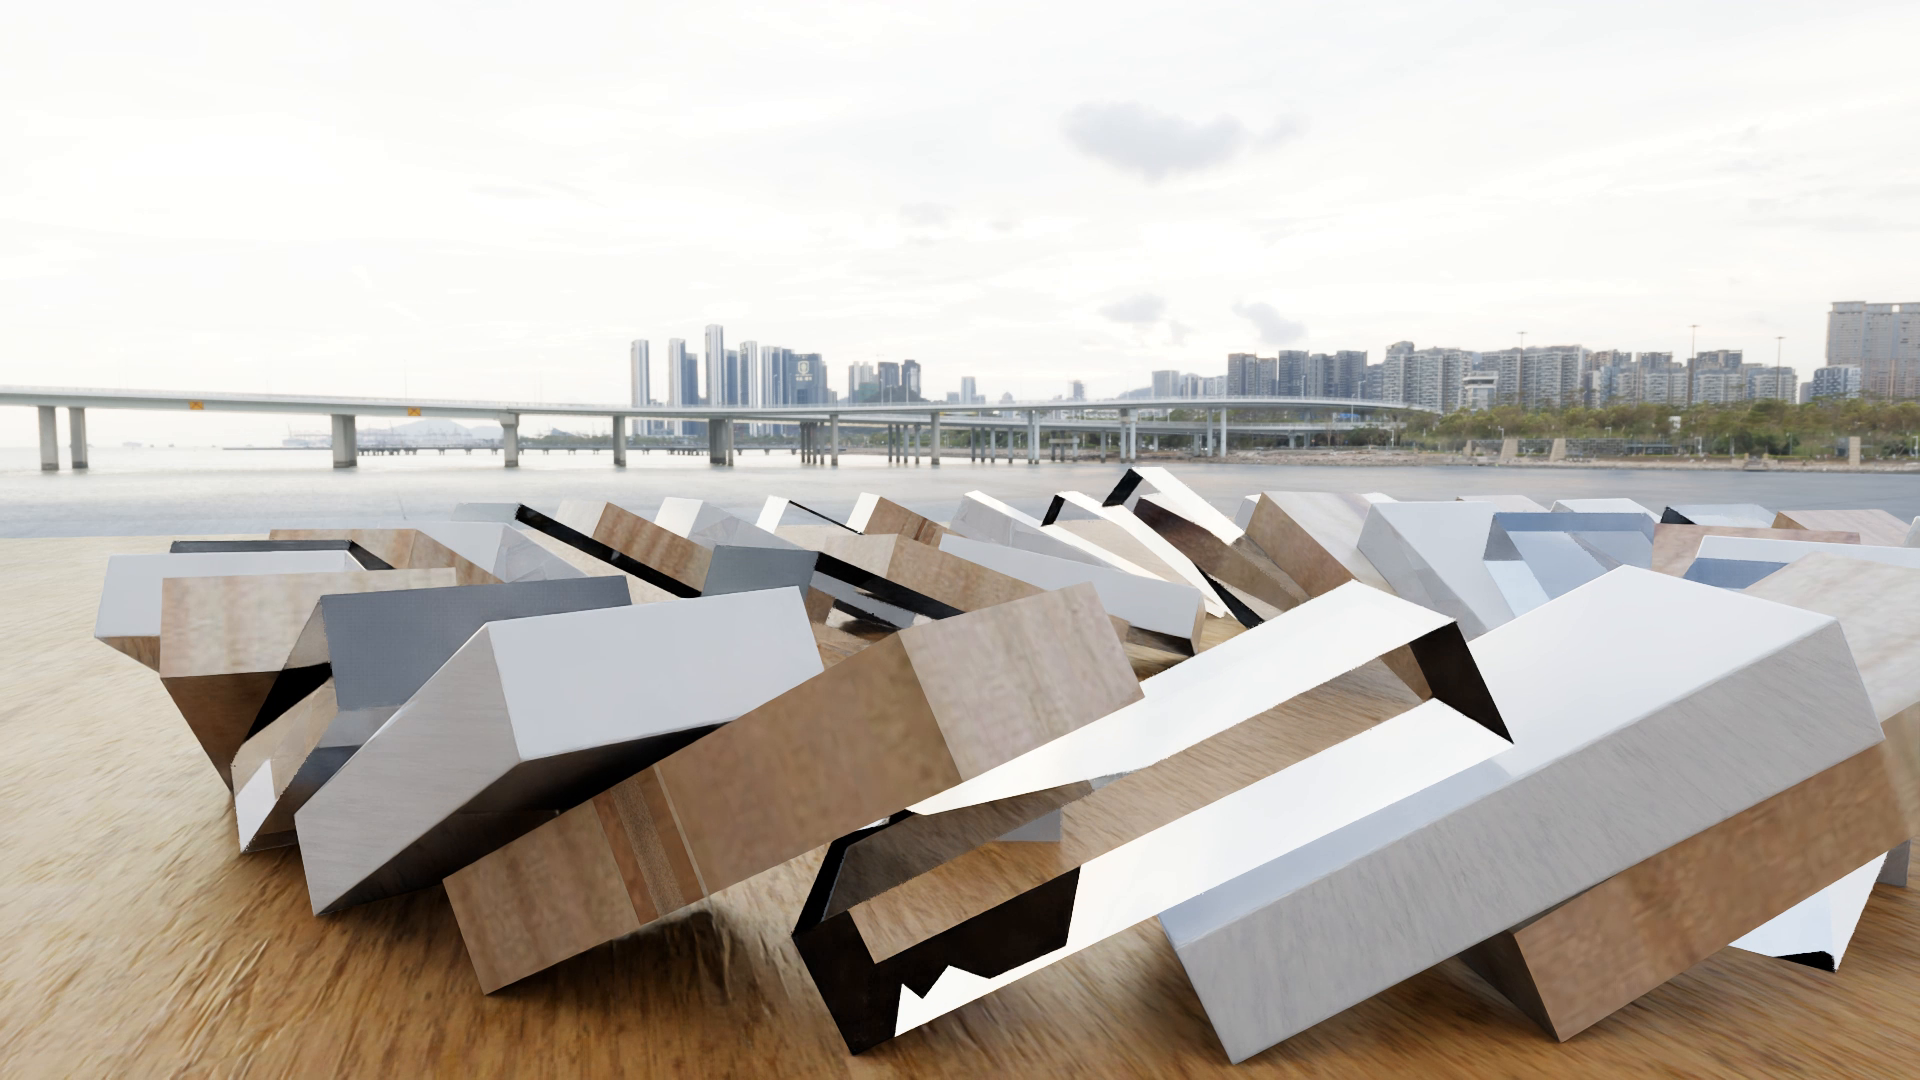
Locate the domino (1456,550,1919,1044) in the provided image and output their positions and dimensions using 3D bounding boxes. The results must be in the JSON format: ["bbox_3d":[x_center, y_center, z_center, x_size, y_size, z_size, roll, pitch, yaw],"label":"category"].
[{"bbox_3d":[0.061,0.018,0.105,0.050,0.009,0.025,-28,11,-5],"label":"domino"}]

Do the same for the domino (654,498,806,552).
[{"bbox_3d":[-0.044,0.005,0.296,0.050,0.009,0.025,27,-11,-30],"label":"domino"}]

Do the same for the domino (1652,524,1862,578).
[{"bbox_3d":[0.104,0.015,0.167,0.025,0.010,0.050,4,31,29],"label":"domino"}]

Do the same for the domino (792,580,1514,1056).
[{"bbox_3d":[0.013,0.020,0.100,0.050,0.010,0.025,-26,3,4],"label":"domino"}]

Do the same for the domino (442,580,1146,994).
[{"bbox_3d":[-0.014,0.019,0.097,0.050,0.010,0.025,-30,-11,31],"label":"domino"}]

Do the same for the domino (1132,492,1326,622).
[{"bbox_3d":[0.071,0.003,0.324,0.050,0.010,0.025,28,13,17],"label":"domino"}]

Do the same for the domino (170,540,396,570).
[{"bbox_3d":[-0.088,0.013,0.188,0.025,0.009,0.050,0,-21,7],"label":"domino"}]

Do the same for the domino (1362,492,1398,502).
[{"bbox_3d":[0.116,0.005,0.306,0.050,0.010,0.025,33,23,31],"label":"domino"}]

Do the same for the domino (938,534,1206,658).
[{"bbox_3d":[0.022,0.011,0.250,0.050,0.010,0.025,12,-10,15],"label":"domino"}]

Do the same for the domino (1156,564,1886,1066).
[{"bbox_3d":[0.038,0.019,0.100,0.050,0.010,0.025,-27,8,0],"label":"domino"}]

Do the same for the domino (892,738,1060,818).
[{"bbox_3d":[-0.001,0.025,0.171,0.025,0.009,0.050,0,4,1],"label":"domino"}]

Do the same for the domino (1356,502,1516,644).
[{"bbox_3d":[0.091,0.010,0.217,0.025,0.009,0.050,-1,32,-14],"label":"domino"}]

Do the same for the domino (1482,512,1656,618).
[{"bbox_3d":[0.100,0.012,0.194,0.025,0.010,0.050,0,31,2],"label":"domino"}]

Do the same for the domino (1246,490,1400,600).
[{"bbox_3d":[0.078,0.008,0.237,0.025,0.009,0.050,0,33,-27],"label":"domino"}]

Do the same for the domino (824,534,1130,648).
[{"bbox_3d":[0.002,0.011,0.226,0.050,0.010,0.025,21,-12,-30],"label":"domino"}]

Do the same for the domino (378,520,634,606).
[{"bbox_3d":[-0.081,0.010,0.236,0.025,0.009,0.050,1,-20,17],"label":"domino"}]

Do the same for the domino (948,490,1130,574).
[{"bbox_3d":[0.023,0.003,0.330,0.050,0.010,0.025,26,7,5],"label":"domino"}]

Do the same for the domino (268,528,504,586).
[{"bbox_3d":[-0.087,0.012,0.212,0.025,0.010,0.050,0,-21,13],"label":"domino"}]

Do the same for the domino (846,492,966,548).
[{"bbox_3d":[-0.002,0.003,0.320,0.050,0.010,0.025,26,-2,-15],"label":"domino"}]

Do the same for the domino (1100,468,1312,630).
[{"bbox_3d":[0.051,0.005,0.241,0.050,0.010,0.025,40,16,15],"label":"domino"}]

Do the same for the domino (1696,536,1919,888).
[{"bbox_3d":[0.094,0.016,0.145,0.025,0.009,0.050,5,32,38],"label":"domino"}]

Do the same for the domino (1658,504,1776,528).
[{"bbox_3d":[0.166,0.009,0.254,0.025,0.009,0.050,-1,29,-19],"label":"domino"}]

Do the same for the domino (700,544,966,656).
[{"bbox_3d":[-0.014,0.013,0.205,0.025,0.010,0.050,3,-16,44],"label":"domino"}]

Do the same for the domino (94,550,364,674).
[{"bbox_3d":[-0.083,0.015,0.164,0.025,0.010,0.050,-1,-21,-6],"label":"domino"}]

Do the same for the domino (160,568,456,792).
[{"bbox_3d":[-0.070,0.017,0.142,0.025,0.009,0.050,-2,-21,-24],"label":"domino"}]

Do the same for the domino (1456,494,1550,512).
[{"bbox_3d":[0.139,0.006,0.293,0.025,0.009,0.050,-2,30,-32],"label":"domino"}]

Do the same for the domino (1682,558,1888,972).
[{"bbox_3d":[0.078,0.018,0.125,0.050,0.009,0.025,-34,25,-35],"label":"domino"}]

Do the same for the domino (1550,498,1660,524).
[{"bbox_3d":[0.153,0.007,0.274,0.025,0.010,0.050,-2,30,-27],"label":"domino"}]

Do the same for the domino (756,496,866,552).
[{"bbox_3d":[-0.023,0.004,0.311,0.050,0.010,0.025,25,-4,-18],"label":"domino"}]

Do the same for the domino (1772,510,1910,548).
[{"bbox_3d":[0.175,0.010,0.232,0.025,0.009,0.050,-1,29,-14],"label":"domino"}]

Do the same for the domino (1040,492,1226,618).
[{"bbox_3d":[0.047,0.003,0.329,0.050,0.009,0.025,27,11,13],"label":"domino"}]

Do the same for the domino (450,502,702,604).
[{"bbox_3d":[-0.077,0.007,0.262,0.025,0.010,0.050,2,-22,43],"label":"domino"}]

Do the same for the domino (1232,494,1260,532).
[{"bbox_3d":[0.094,0.004,0.317,0.050,0.009,0.025,30,18,25],"label":"domino"}]

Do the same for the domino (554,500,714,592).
[{"bbox_3d":[-0.062,0.006,0.281,0.050,0.009,0.025,29,-15,-35],"label":"domino"}]

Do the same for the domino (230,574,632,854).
[{"bbox_3d":[-0.052,0.018,0.124,0.025,0.009,0.050,-3,-21,-38],"label":"domino"}]

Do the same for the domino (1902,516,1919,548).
[{"bbox_3d":[0.183,0.012,0.208,0.025,0.010,0.050,0,29,-5],"label":"domino"}]

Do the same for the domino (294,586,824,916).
[{"bbox_3d":[-0.035,0.019,0.108,0.025,0.010,0.050,-6,-20,-43],"label":"domino"}]
